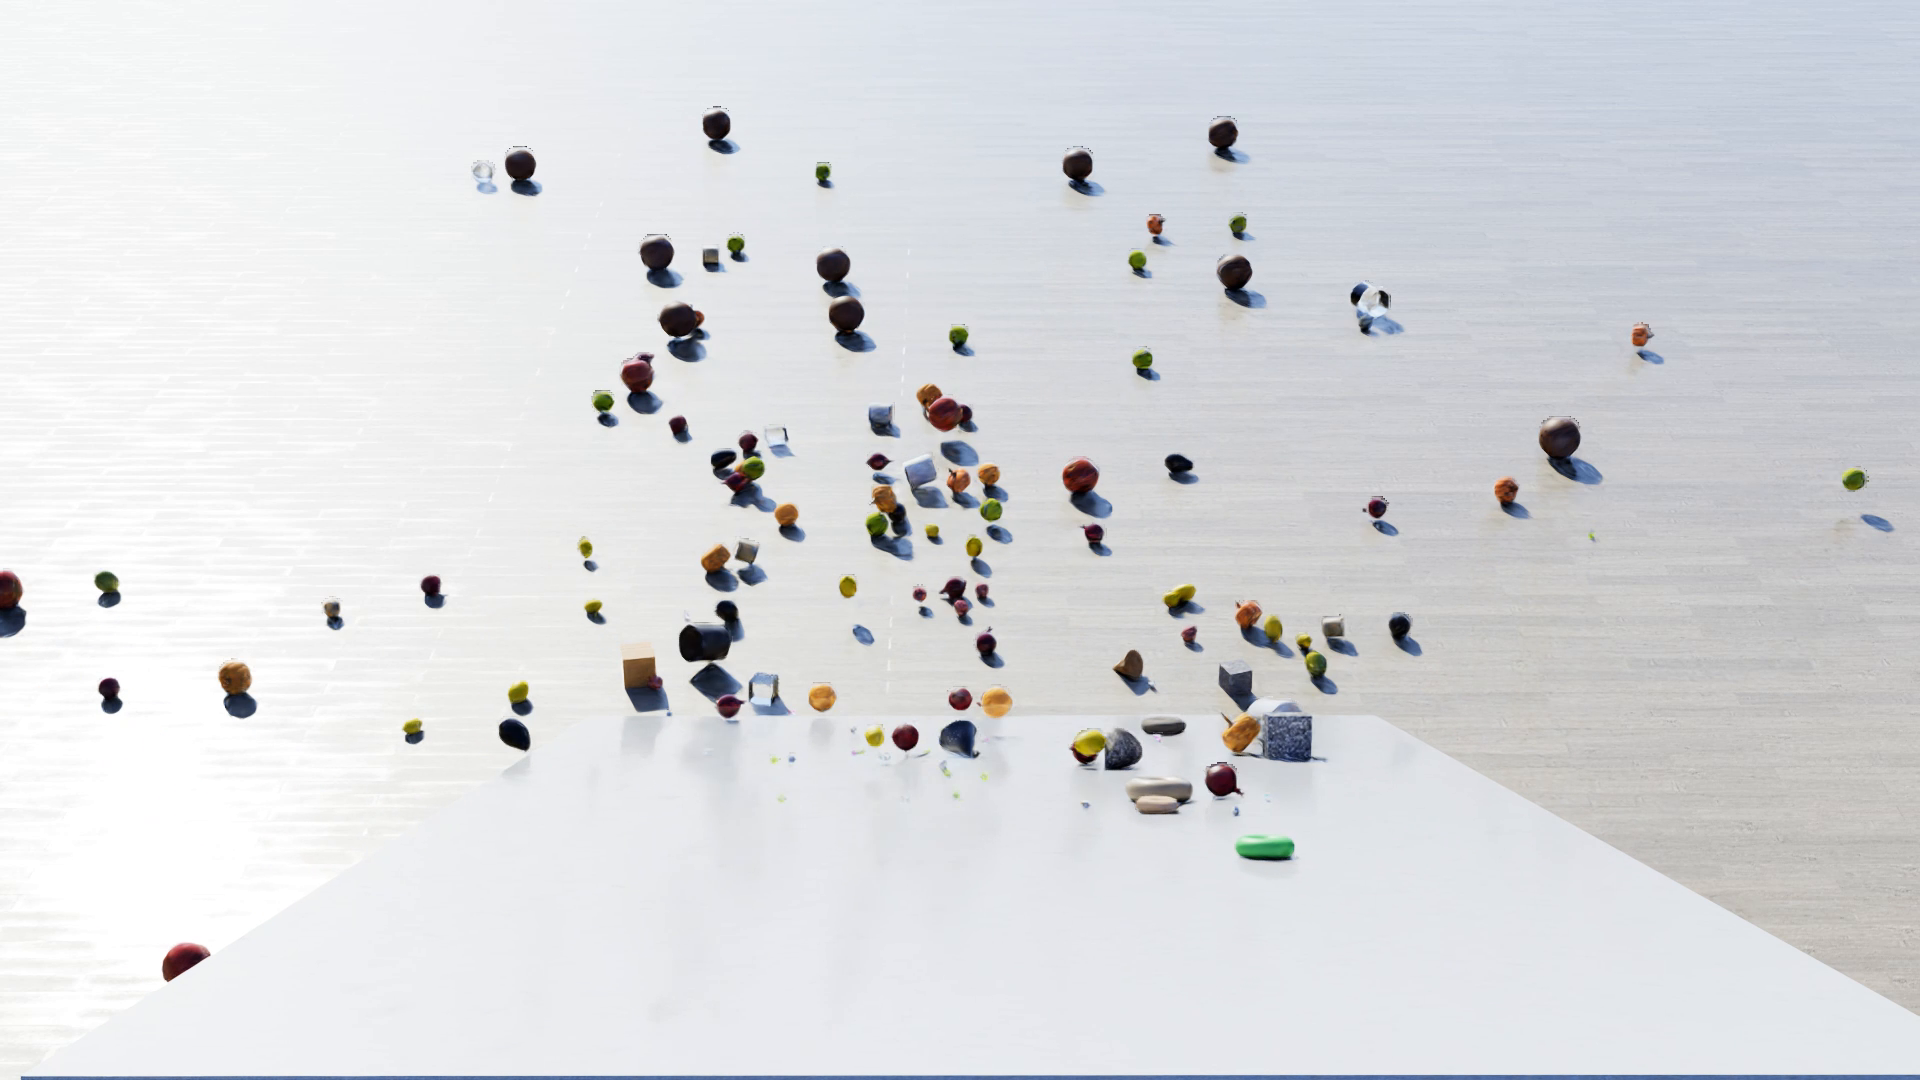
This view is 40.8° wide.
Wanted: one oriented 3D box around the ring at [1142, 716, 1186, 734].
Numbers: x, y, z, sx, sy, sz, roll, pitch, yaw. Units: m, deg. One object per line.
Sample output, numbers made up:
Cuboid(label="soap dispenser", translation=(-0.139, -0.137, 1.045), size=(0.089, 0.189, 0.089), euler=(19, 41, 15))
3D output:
Cuboid(label="ring", translation=(0.483, 0.440, 6.110), size=(0.106, 0.035, 0.106), euler=(-1, 2, 0))

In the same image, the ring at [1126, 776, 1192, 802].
Cuboid(label="ring", translation=(0.371, 0.465, 4.807), size=(0.126, 0.042, 0.126), euler=(1, 0, 0))

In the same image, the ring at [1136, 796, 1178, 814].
Cuboid(label="ring", translation=(0.355, 0.476, 4.639), size=(0.077, 0.026, 0.077), euler=(0, 2, 0))

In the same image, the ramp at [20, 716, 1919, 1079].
Cuboid(label="ramp", translation=(0.060, 0.541, 4.577), size=(2.000, 0.100, 4.000), euler=(0, 1, 0))

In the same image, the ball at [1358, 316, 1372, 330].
Cuboid(label="ball", translation=(1.442, -0.774, 9.182), size=(0.051, 0.051, 0.051), euler=(0, 26, 0))

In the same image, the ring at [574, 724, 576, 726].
Cuboid(label="ring", translation=(-0.969, 0.496, 6.650), size=(0.081, 0.027, 0.081), euler=(1, 26, -1))

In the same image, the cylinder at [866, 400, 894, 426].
Cuboid(label="cylinder", translation=(-0.261, -0.413, 8.435), size=(0.066, 0.066, 0.066), euler=(29, 34, 13))

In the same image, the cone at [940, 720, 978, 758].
Cuboid(label="cone", translation=(0.011, 0.448, 5.558), size=(0.089, 0.089, 0.089), euler=(-8, 29, -16))

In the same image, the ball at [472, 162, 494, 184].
Cuboid(label="ball", translation=(-1.964, -1.511, 10.625), size=(0.088, 0.088, 0.088), euler=(0, 26, 0))

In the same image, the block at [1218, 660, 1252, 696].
Cuboid(label="block", translation=(0.733, 0.366, 6.868), size=(0.066, 0.066, 0.066), euler=(-9, 28, -18))

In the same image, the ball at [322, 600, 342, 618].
Cuboid(label="ball", translation=(-1.761, 0.191, 7.237), size=(0.051, 0.051, 0.051), euler=(0, 26, 0))

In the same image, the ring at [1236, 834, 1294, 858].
Cuboid(label="ring", translation=(0.483, 0.486, 4.087), size=(0.094, 0.031, 0.094), euler=(-1, 0, 0))

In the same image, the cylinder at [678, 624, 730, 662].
Cuboid(label="cylinder", translation=(-0.690, 0.279, 6.965), size=(0.099, 0.099, 0.099), euler=(1, 19, -44))

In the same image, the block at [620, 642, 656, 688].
Cuboid(label="block", translation=(-0.862, 0.334, 6.909), size=(0.087, 0.087, 0.087), euler=(-5, 27, -11))

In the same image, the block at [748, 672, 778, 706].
Cuboid(label="block", translation=(-0.519, 0.393, 6.819), size=(0.061, 0.061, 0.061), euler=(8, 27, 15))

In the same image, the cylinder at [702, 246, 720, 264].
Cuboid(label="cylinder", translation=(-0.944, -1.081, 9.785), size=(0.063, 0.063, 0.063), euler=(4, 26, -10))

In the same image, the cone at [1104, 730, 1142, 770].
Cuboid(label="cone", translation=(0.320, 0.454, 5.356), size=(0.088, 0.088, 0.088), euler=(14, 35, 26))

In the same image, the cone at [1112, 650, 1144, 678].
Cuboid(label="cone", translation=(0.439, 0.342, 6.951), size=(0.079, 0.079, 0.079), euler=(-20, 10, 40))

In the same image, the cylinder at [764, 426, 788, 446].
Cuboid(label="cylinder", translation=(-0.590, -0.334, 8.283), size=(0.059, 0.059, 0.059), euler=(-9, 28, -19))

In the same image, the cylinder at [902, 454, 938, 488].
Cuboid(label="cylinder", translation=(-0.124, -0.213, 7.991), size=(0.085, 0.085, 0.085), euler=(-20, 29, -6))

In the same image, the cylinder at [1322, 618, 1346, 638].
Cuboid(label="cylinder", translation=(1.032, 0.241, 7.118), size=(0.052, 0.052, 0.052), euler=(-6, 23, 20))

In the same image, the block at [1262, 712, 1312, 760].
Cuboid(label="block", translation=(0.706, 0.422, 5.572), size=(0.094, 0.094, 0.094), euler=(0, 1, -1))

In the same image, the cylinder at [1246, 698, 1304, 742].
Cuboid(label="cylinder", translation=(0.715, 0.412, 5.848), size=(0.098, 0.098, 0.098), euler=(-14, 7, -27))
